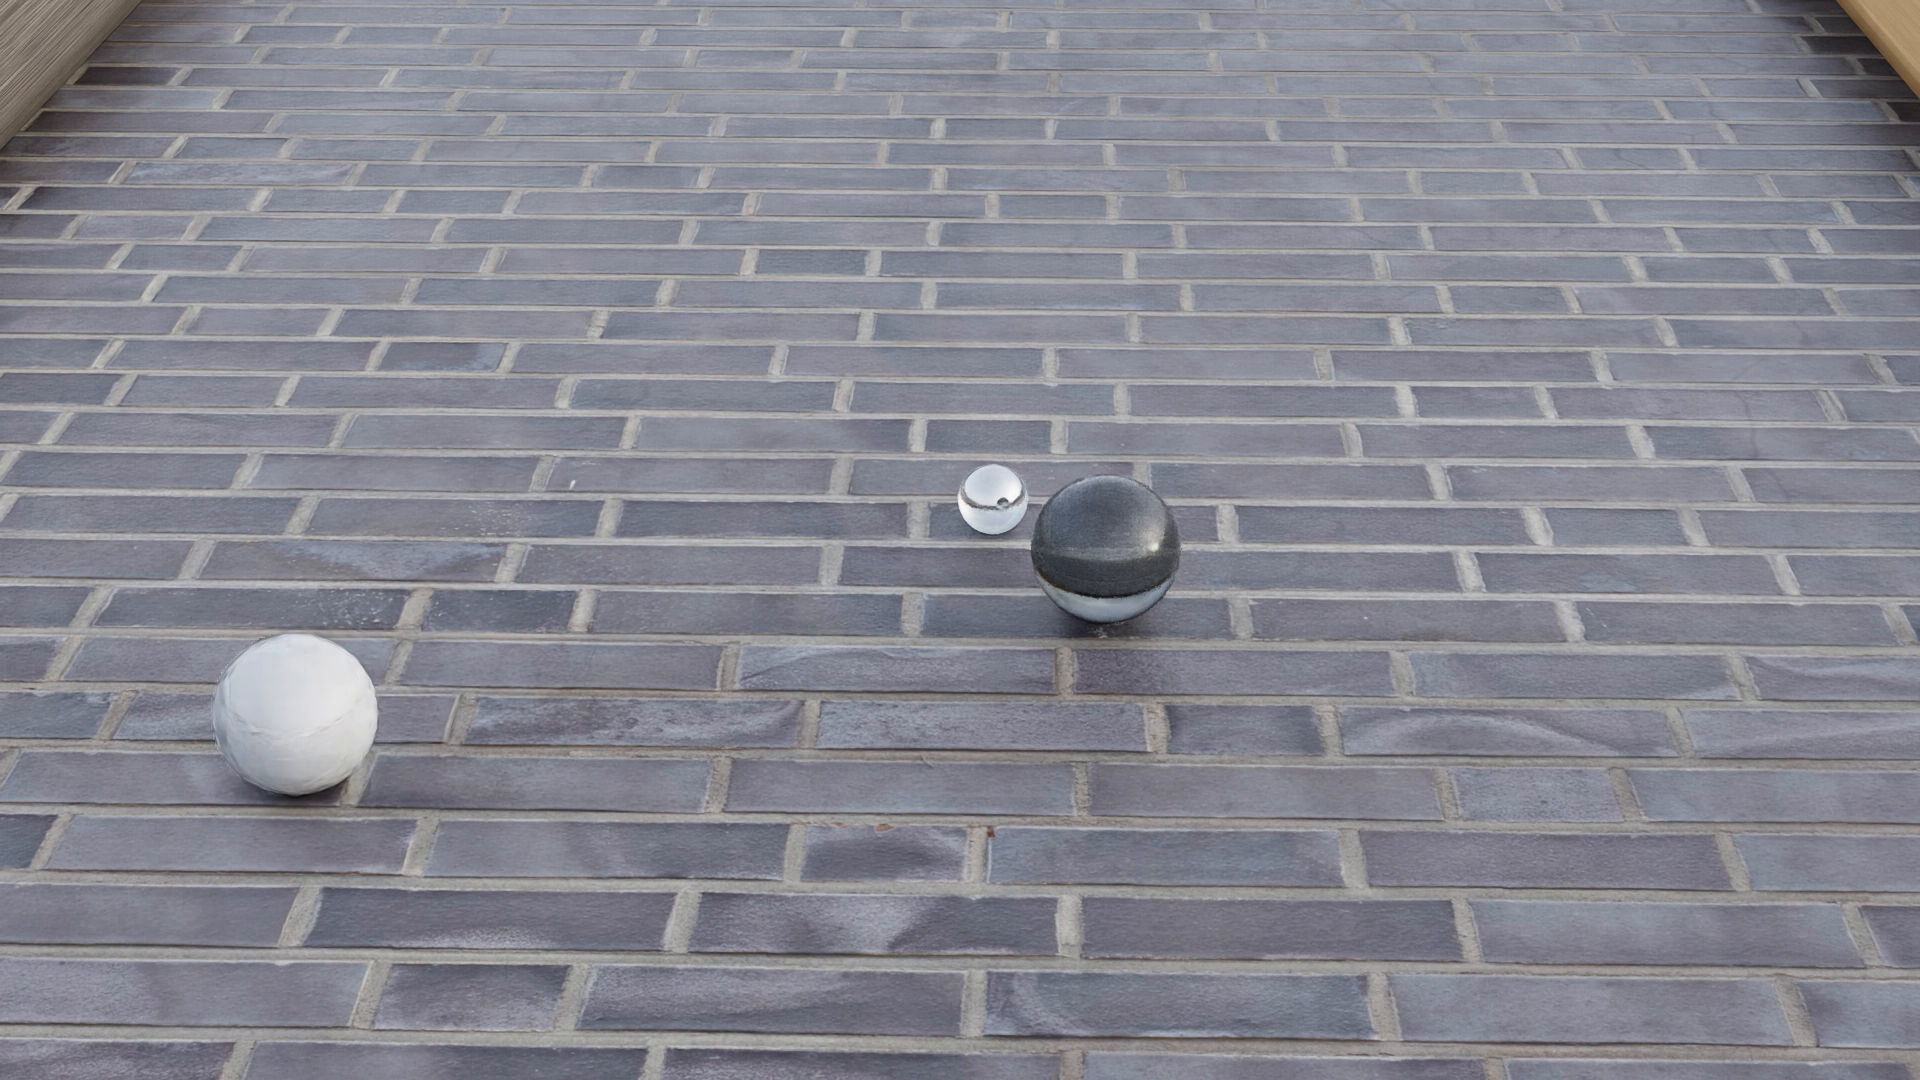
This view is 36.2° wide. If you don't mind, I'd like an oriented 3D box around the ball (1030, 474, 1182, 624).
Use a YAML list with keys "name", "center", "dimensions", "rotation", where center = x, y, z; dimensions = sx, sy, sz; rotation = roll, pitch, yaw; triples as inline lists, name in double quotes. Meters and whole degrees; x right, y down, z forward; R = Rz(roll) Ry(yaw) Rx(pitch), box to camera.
- name: "ball"
  center: [0.090, 0.005, 1.809]
  dimensions: [0.093, 0.093, 0.093]
  rotation: [0, 27, 0]

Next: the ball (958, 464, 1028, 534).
- name: "ball"
  center: [0.022, -0.027, 1.924]
  dimensions: [0.046, 0.046, 0.046]
  rotation: [0, 27, 0]

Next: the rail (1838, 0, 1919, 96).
- name: "rail"
  center: [0.865, -0.349, 2.478]
  dimensions: [0.045, 0.120, 2.998]
  rotation: [1, 27, 1]

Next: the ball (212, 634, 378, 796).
- name: "ball"
  center: [-0.368, 0.097, 1.631]
  dimensions: [0.090, 0.090, 0.090]
  rotation: [0, 27, 0]

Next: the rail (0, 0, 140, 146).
- name: "rail"
  center: [-0.831, -0.366, 2.513]
  dimensions: [0.045, 0.120, 2.998]
  rotation: [1, 27, 1]
